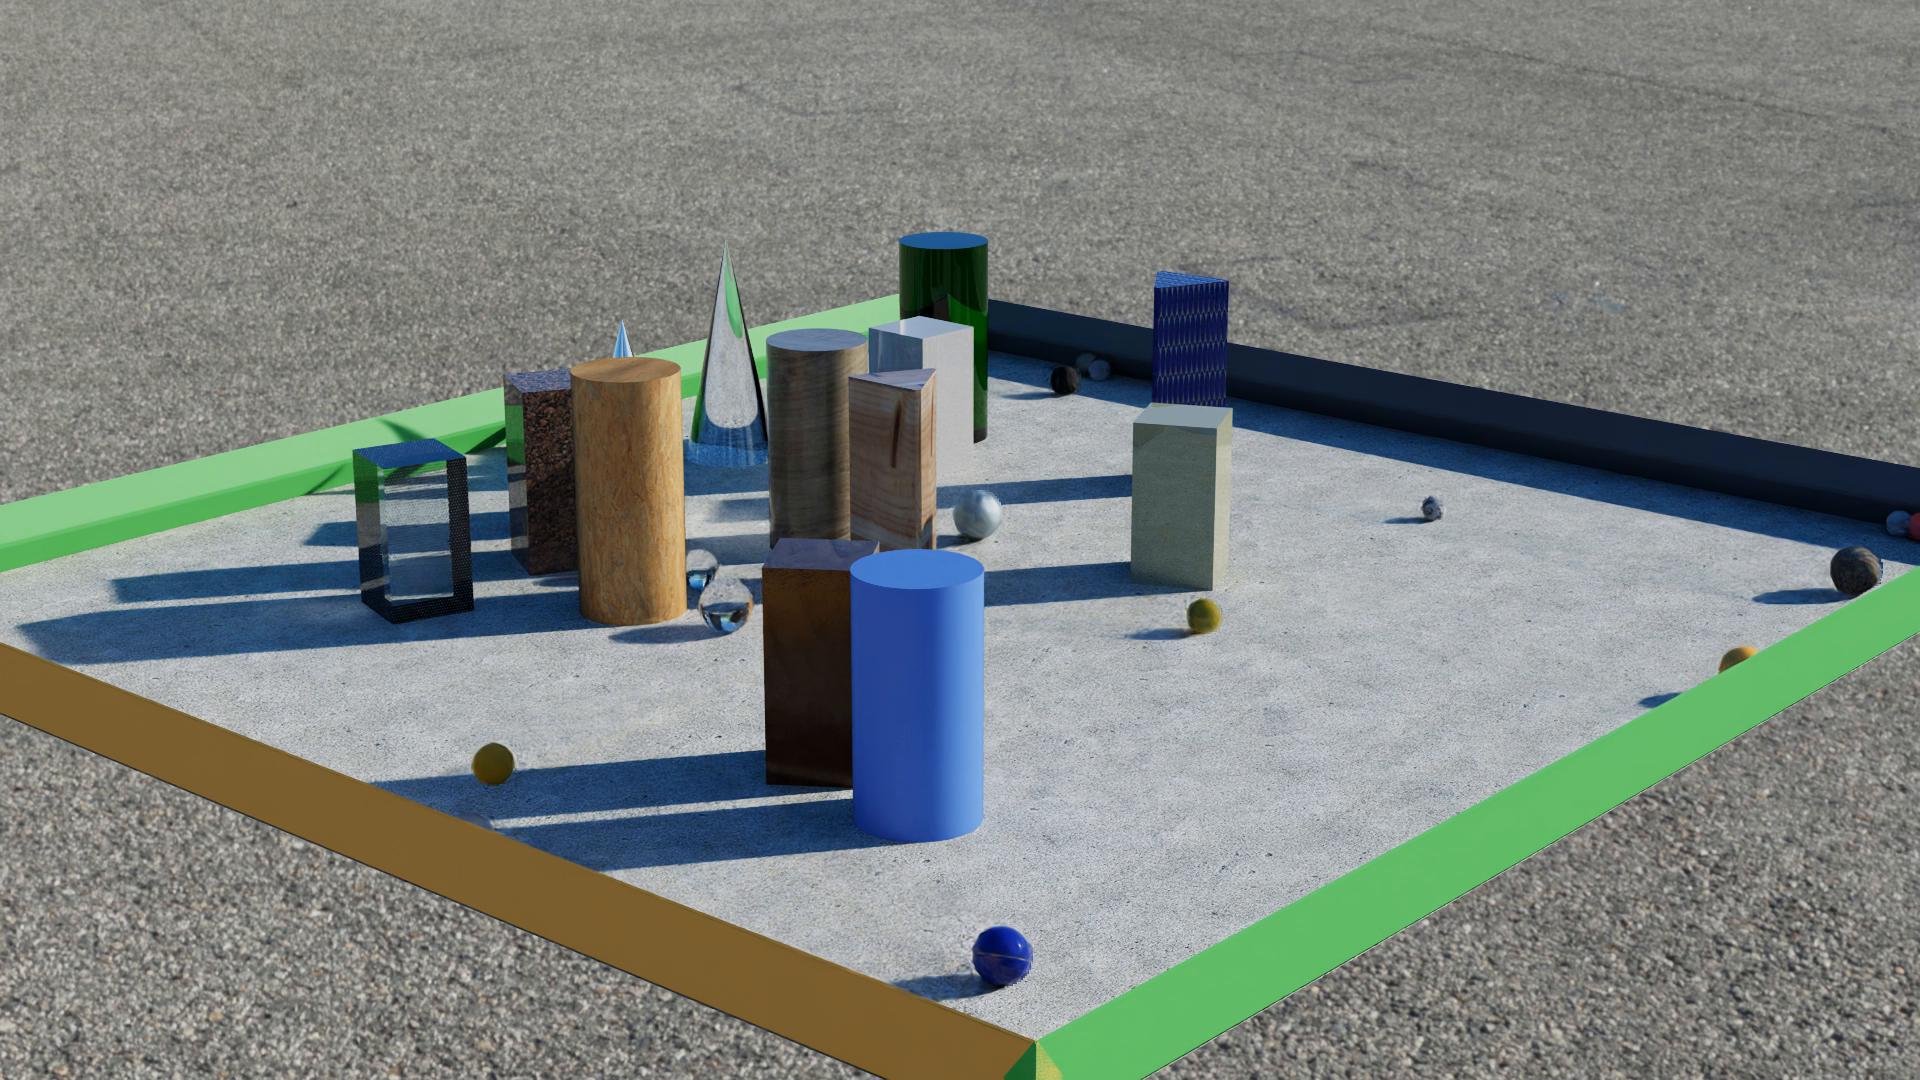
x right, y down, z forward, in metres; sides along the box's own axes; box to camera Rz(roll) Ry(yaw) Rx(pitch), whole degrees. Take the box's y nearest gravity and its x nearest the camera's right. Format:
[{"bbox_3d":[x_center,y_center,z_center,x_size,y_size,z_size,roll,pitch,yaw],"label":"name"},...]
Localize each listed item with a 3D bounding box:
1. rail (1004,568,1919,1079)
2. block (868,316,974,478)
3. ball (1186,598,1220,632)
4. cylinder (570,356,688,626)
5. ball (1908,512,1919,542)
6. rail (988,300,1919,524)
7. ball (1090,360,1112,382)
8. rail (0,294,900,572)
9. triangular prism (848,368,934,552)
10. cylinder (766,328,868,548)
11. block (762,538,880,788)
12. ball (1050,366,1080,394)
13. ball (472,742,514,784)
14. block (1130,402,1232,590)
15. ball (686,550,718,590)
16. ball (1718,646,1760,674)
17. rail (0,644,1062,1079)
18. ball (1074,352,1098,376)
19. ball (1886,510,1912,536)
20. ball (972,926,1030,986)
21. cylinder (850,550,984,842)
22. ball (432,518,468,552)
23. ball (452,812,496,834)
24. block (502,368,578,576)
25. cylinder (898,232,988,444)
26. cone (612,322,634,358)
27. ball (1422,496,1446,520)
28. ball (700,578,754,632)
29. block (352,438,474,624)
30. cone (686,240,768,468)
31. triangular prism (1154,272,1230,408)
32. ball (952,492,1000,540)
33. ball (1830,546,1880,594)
[{"bbox_3d":[1.014,0.285,4.278,0.045,0.120,2.895,14,22,39],"label":"rail"},{"bbox_3d":[-0.077,-0.285,5.872,0.148,0.289,0.148,15,22,40],"label":"block"},{"bbox_3d":[0.408,0.127,4.912,0.058,0.058,0.058,0,17,0],"label":"ball"},{"bbox_3d":[-0.561,-0.084,4.979,0.185,0.423,0.185,0,17,0],"label":"cylinder"},{"bbox_3d":[1.778,-0.024,5.404,0.061,0.061,0.061,0,17,0],"label":"ball"},{"bbox_3d":[0.934,-0.281,6.150,2.734,0.120,0.045,14,22,39],"label":"rail"},{"bbox_3d":[0.316,-0.383,6.611,0.049,0.049,0.049,0,17,0],"label":"ball"},{"bbox_3d":[-1.014,-0.225,5.964,0.045,0.120,2.895,14,22,39],"label":"rail"},{"bbox_3d":[-0.089,-0.112,5.170,0.160,0.366,0.138,13,21,37],"label":"triangular prism"},{"bbox_3d":[-0.258,-0.177,5.348,0.185,0.386,0.185,0,17,0],"label":"cylinder"},{"bbox_3d":[-0.200,0.178,4.272,0.148,0.330,0.148,2,17,6],"label":"block"},{"bbox_3d":[0.231,-0.353,6.486,0.065,0.065,0.065,0,17,0],"label":"ball"},{"bbox_3d":[-0.677,0.324,4.255,0.060,0.060,0.060,0,17,0],"label":"ball"},{"bbox_3d":[0.391,-0.078,5.181,0.148,0.294,0.148,5,17,15],"label":"block"},{"bbox_3d":[-0.458,0.051,5.141,0.070,0.070,0.070,0,17,0],"label":"ball"},{"bbox_3d":[1.234,0.207,4.610,0.079,0.079,0.079,0,17,0],"label":"ball"},{"bbox_3d":[-0.934,0.342,4.092,2.734,0.120,0.045,14,22,39],"label":"rail"},{"bbox_3d":[0.287,-0.399,6.655,0.054,0.054,0.054,0,17,0],"label":"ball"},{"bbox_3d":[1.746,-0.031,5.448,0.050,0.050,0.050,0,17,0],"label":"ball"},{"bbox_3d":[0.051,0.512,3.614,0.073,0.073,0.073,0,17,0],"label":"ball"},{"bbox_3d":[-0.059,0.215,4.084,0.185,0.368,0.185,0,17,0],"label":"cylinder"},{"bbox_3d":[-0.931,-0.009,5.352,0.063,0.063,0.063,0,17,0],"label":"ball"},{"bbox_3d":[-0.665,0.407,3.949,0.080,0.080,0.080,0,17,0],"label":"ball"},{"bbox_3d":[-0.723,-0.124,5.262,0.148,0.335,0.148,-6,18,-20],"label":"block"},{"bbox_3d":[-0.034,-0.418,6.096,0.185,0.415,0.185,0,17,0],"label":"cylinder"},{"bbox_3d":[-0.665,-0.282,5.812,0.185,0.319,0.185,0,17,0],"label":"cone"},{"bbox_3d":[0.897,-0.061,5.553,0.046,0.046,0.046,0,17,0],"label":"ball"},{"bbox_3d":[-0.391,0.109,4.913,0.092,0.092,0.092,0,17,0],"label":"ball"},{"bbox_3d":[-0.935,-0.017,5.015,0.148,0.273,0.148,-10,20,-30],"label":"block"},{"bbox_3d":[-0.468,-0.391,5.936,0.185,0.456,0.185,0,17,0],"label":"cone"},{"bbox_3d":[0.419,-0.313,5.754,0.160,0.412,0.138,-8,18,-23],"label":"triangular prism"},{"bbox_3d":[0.031,-0.046,5.428,0.089,0.089,0.089,0,17,0],"label":"ball"},{"bbox_3d":[1.560,0.053,5.110,0.085,0.085,0.085,0,17,0],"label":"ball"}]
